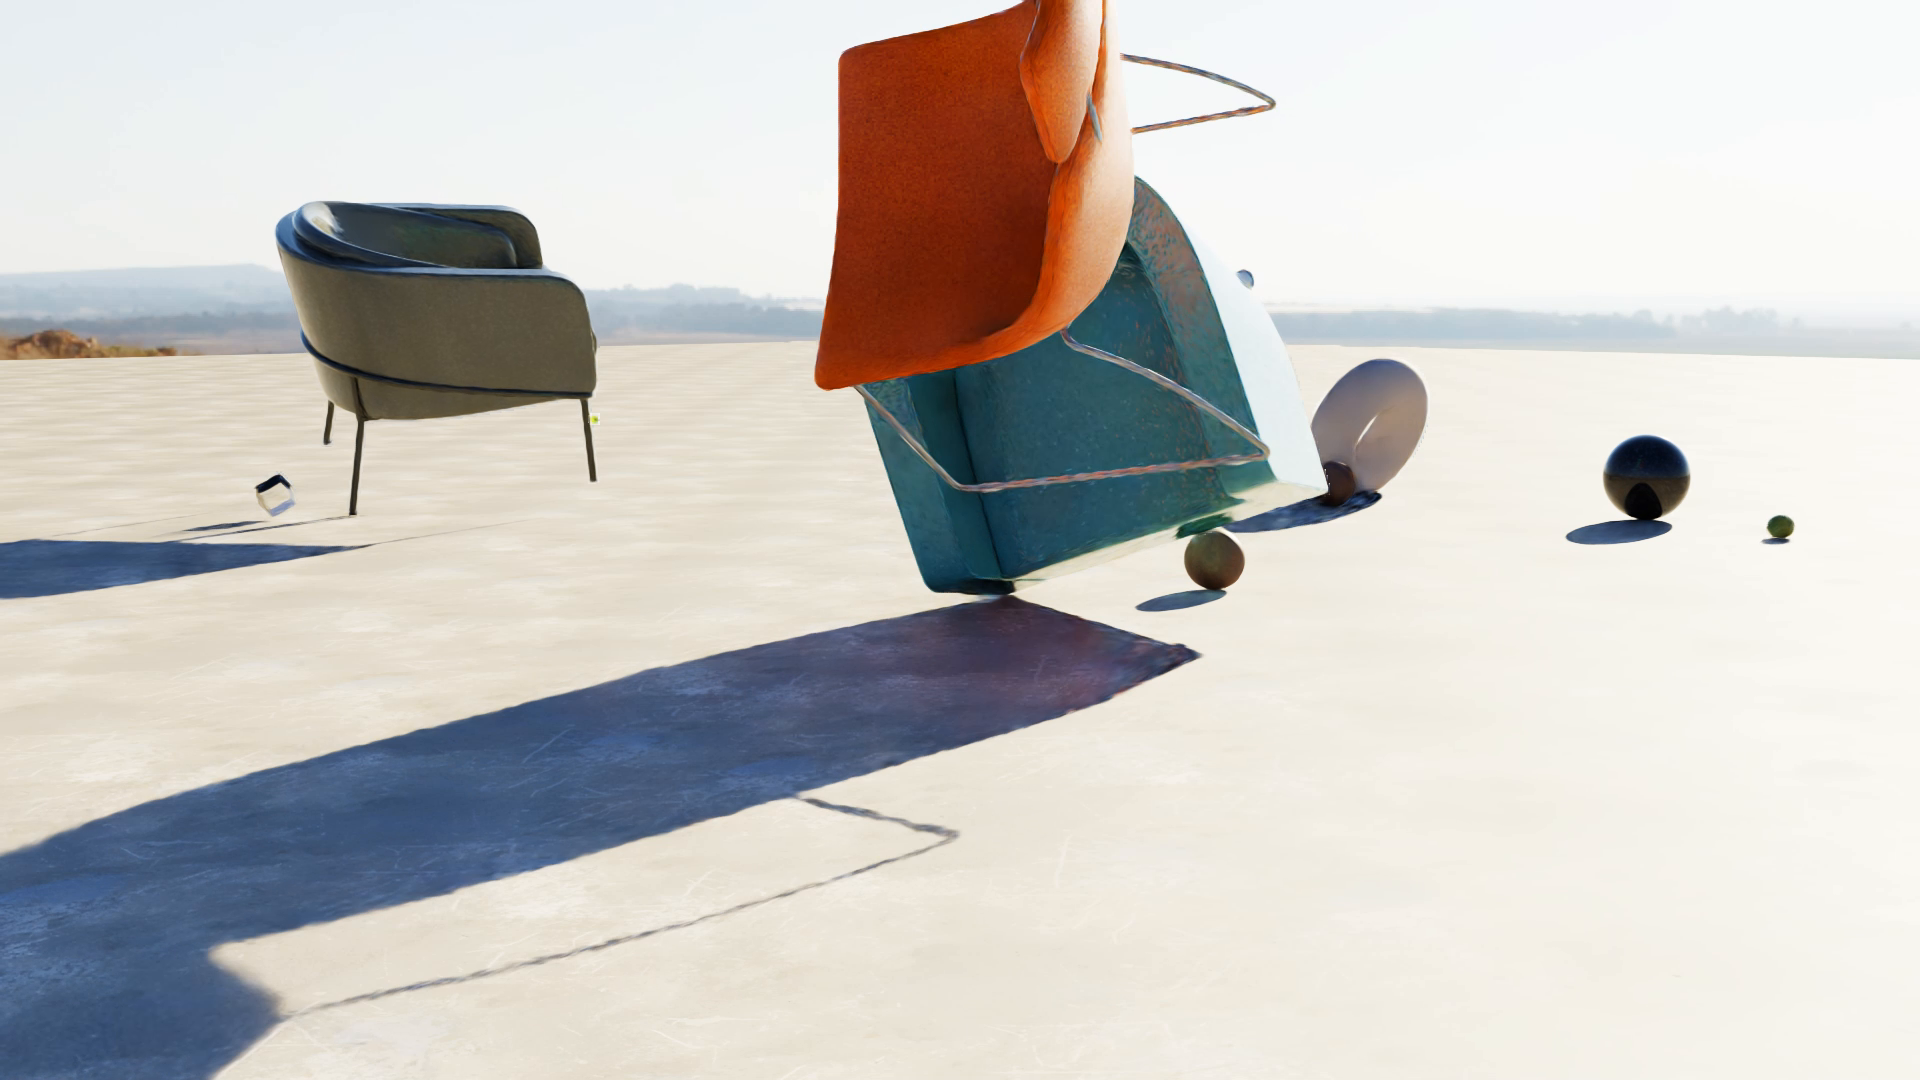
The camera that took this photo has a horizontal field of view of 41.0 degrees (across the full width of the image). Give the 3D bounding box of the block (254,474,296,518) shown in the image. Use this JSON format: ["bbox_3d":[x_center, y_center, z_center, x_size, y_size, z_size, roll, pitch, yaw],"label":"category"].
[{"bbox_3d":[-1.854,-0.120,6.948,0.077,0.072,0.064,-34,59,-28],"label":"block"}]

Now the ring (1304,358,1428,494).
[{"bbox_3d":[1.232,-0.336,7.770,0.404,0.478,0.163,3,29,-41],"label":"ring"}]

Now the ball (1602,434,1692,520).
[{"bbox_3d":[1.855,-0.171,6.929,0.235,0.235,0.235,0,6,0],"label":"ball"}]
